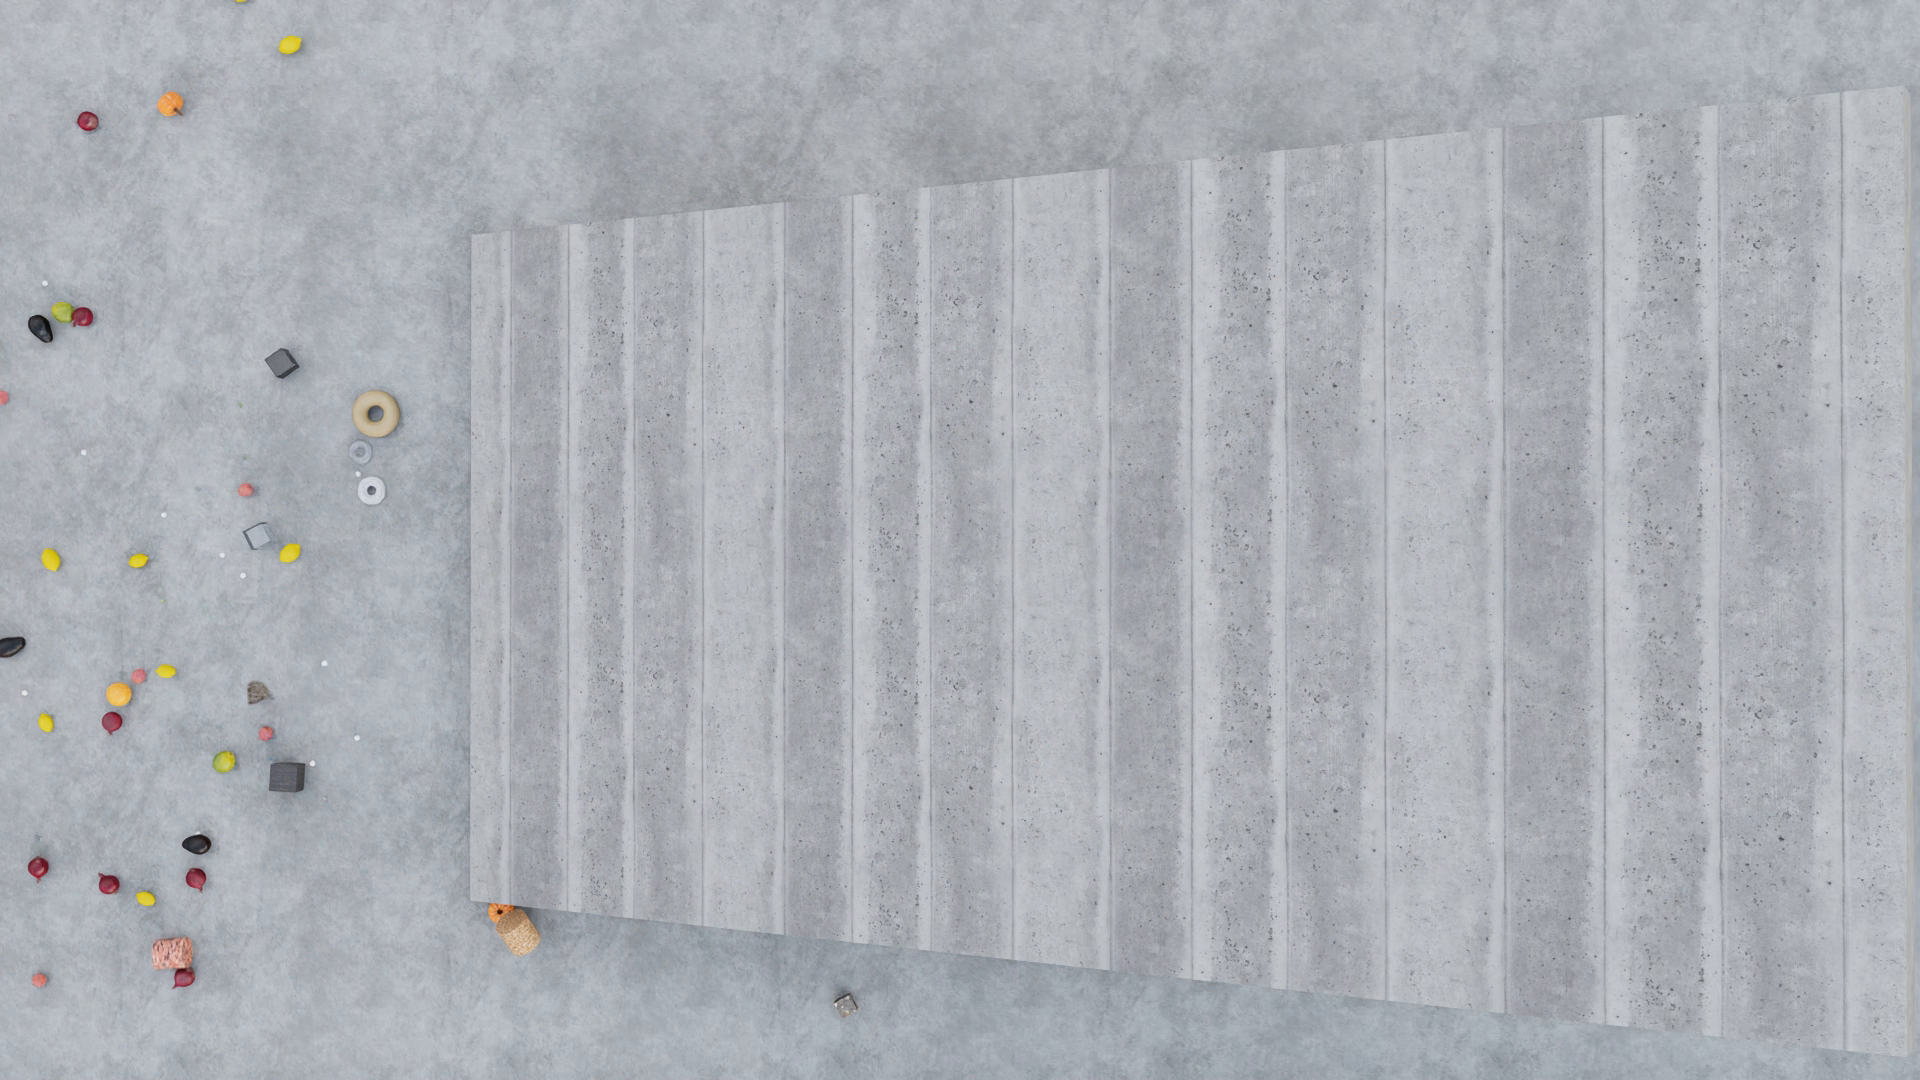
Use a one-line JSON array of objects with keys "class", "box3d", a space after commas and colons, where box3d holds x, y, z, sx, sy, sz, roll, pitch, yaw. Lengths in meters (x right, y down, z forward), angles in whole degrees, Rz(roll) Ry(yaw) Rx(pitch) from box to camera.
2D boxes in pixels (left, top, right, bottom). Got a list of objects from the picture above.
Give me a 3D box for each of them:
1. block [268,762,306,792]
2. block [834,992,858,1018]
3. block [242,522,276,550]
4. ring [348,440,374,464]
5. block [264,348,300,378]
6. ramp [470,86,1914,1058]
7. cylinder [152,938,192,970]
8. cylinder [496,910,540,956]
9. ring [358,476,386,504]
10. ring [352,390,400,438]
[{"class": "block", "box3d": [-2.034, 0.717, 6.647, 0.081, 0.081, 0.081, 3, 89, 0]}, {"class": "block", "box3d": [-0.345, 1.408, 6.655, 0.053, 0.053, 0.053, -26, 90, 0]}, {"class": "block", "box3d": [-2.123, -0.011, 6.663, 0.063, 0.063, 0.063, -27, 90, 0]}, {"class": "ring", "box3d": [-1.822, -0.268, 6.684, 0.077, 0.026, 0.077, 0, 91, 0]}, {"class": "block", "box3d": [-2.055, -0.536, 6.667, 0.064, 0.064, 0.064, -35, 90, 0]}, {"class": "ramp", "box3d": [0.264, 0.073, 5.610, 4.000, 0.100, 2.000, 0, 89, 31]}, {"class": "cylinder", "box3d": [-2.377, 1.249, 6.637, 0.091, 0.091, 0.091, -4, 89, 0]}, {"class": "cylinder", "box3d": [-1.329, 1.181, 6.616, 0.098, 0.098, 0.098, -26, 122, 0]}, {"class": "ring", "box3d": [-1.787, -0.150, 6.681, 0.085, 0.028, 0.085, 0, 89, 1]}, {"class": "ring", "box3d": [-1.773, -0.383, 6.674, 0.145, 0.048, 0.145, 0, 91, 0]}]
